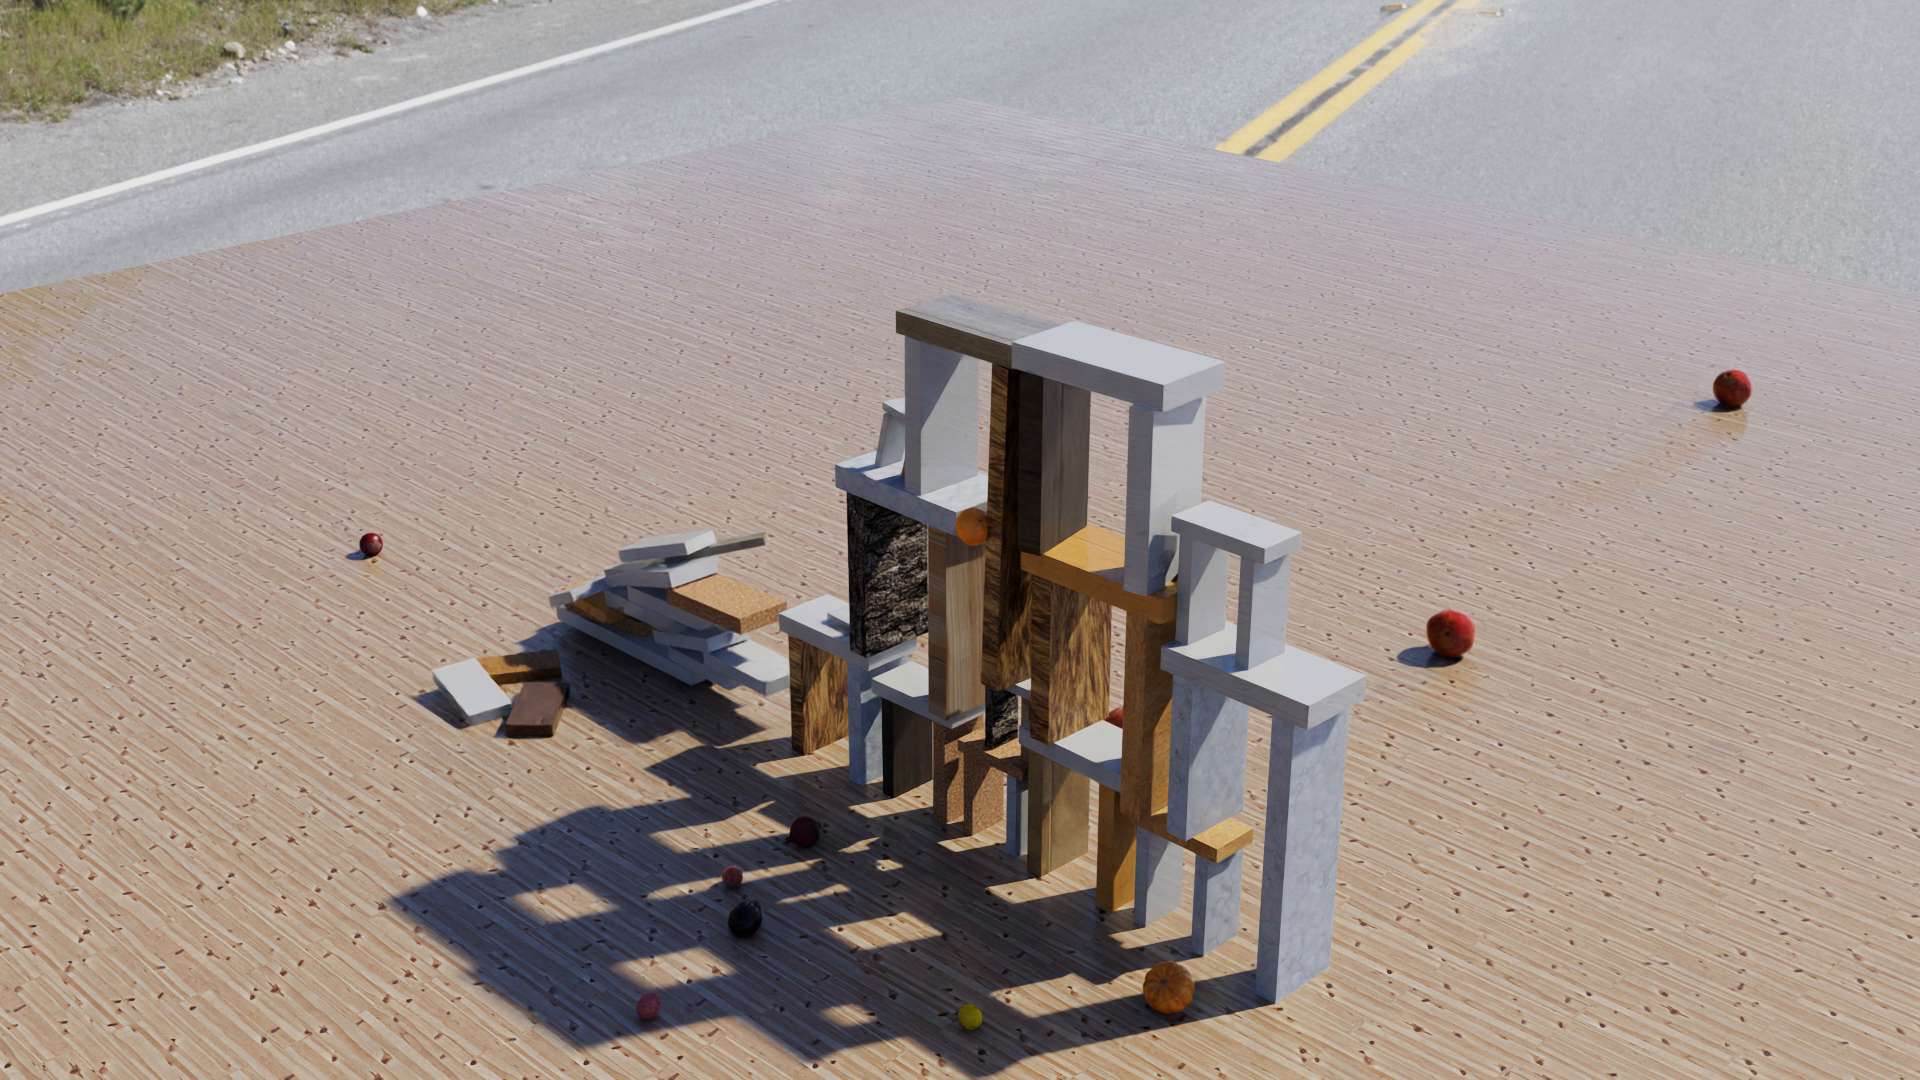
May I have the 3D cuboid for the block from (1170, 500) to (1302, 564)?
[{"bbox_3d":[0.466,-0.014,3.718,0.100,0.028,0.201,-21,31,-40],"label":"block"}]

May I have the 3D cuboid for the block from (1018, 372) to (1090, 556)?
[{"bbox_3d":[0.170,-0.159,3.953,0.048,0.338,0.169,15,27,30],"label":"block"}]

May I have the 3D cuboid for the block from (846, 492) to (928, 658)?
[{"bbox_3d":[-0.144,0.048,4.406,0.049,0.344,0.172,21,31,41],"label":"block"}]

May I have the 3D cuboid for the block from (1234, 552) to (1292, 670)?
[{"bbox_3d":[0.513,0.110,3.718,0.100,0.201,0.028,-21,31,-40],"label":"block"}]

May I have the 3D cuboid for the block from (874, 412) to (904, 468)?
[{"bbox_3d":[-0.130,-0.199,4.275,0.058,0.115,0.016,-20,45,-39],"label":"block"}]

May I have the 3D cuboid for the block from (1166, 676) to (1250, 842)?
[{"bbox_3d":[0.442,0.361,3.905,0.159,0.318,0.045,-20,30,-39],"label":"block"}]

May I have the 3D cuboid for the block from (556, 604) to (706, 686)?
[{"bbox_3d":[-0.736,0.223,5.126,0.130,0.037,0.515,-21,30,-40],"label":"block"}]

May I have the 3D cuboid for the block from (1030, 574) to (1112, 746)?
[{"bbox_3d":[0.207,0.200,4.088,0.166,0.333,0.047,-21,31,-40],"label":"block"}]

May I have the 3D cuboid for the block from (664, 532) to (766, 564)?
[{"bbox_3d":[-0.553,0.018,4.983,0.228,0.019,0.067,-11,11,1],"label":"block"}]

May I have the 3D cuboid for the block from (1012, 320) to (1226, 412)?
[{"bbox_3d":[0.271,-0.303,3.800,0.337,0.048,0.169,20,30,39],"label":"block"}]

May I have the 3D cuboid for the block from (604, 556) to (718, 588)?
[{"bbox_3d":[-0.681,0.069,4.998,0.130,0.037,0.261,-21,14,-40],"label":"block"}]

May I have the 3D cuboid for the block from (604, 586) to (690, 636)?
[{"bbox_3d":[-0.684,0.147,5.034,0.130,0.037,0.260,-20,28,-40],"label":"block"}]

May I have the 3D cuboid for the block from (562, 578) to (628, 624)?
[{"bbox_3d":[-0.839,0.141,5.147,0.095,0.027,0.190,-19,29,-37],"label":"block"}]

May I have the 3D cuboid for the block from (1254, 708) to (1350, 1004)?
[{"bbox_3d":[0.592,0.530,3.806,0.045,0.551,0.159,21,31,41],"label":"block"}]

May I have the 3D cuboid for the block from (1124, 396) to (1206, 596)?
[{"bbox_3d":[0.353,-0.089,3.790,0.048,0.337,0.169,16,28,34],"label":"block"}]

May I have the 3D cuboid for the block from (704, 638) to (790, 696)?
[{"bbox_3d":[-0.450,0.276,4.817,0.112,0.032,0.223,-20,29,-38],"label":"block"}]

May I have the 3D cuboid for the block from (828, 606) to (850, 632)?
[{"bbox_3d":[-0.206,0.170,4.532,0.067,0.019,0.133,-19,29,-37],"label":"block"}]

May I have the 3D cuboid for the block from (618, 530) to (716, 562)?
[{"bbox_3d":[-0.666,0.014,4.990,0.203,0.029,0.102,-6,13,35],"label":"block"}]

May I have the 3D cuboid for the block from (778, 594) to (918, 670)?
[{"bbox_3d":[-0.233,0.190,4.561,0.275,0.039,0.137,21,31,40],"label":"block"}]

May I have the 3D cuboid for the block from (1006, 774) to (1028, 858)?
[{"bbox_3d":[0.130,0.524,4.300,0.025,0.176,0.088,21,31,41],"label":"block"}]

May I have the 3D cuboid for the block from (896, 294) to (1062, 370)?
[{"bbox_3d":[0.043,-0.383,4.017,0.153,0.043,0.305,-21,30,-40],"label":"block"}]

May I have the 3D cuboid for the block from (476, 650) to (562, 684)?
[{"bbox_3d":[-1.013,0.293,5.035,0.190,0.027,0.095,-6,24,-14],"label":"block"}]

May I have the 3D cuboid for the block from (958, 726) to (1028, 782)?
[{"bbox_3d":[0.089,0.415,4.299,0.176,0.025,0.088,21,31,41],"label":"block"}]

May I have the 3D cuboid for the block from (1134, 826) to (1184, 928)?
[{"bbox_3d":[0.369,0.605,4.073,0.029,0.204,0.102,21,31,41],"label":"block"}]

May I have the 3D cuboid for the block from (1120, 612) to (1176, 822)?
[{"bbox_3d":[0.367,0.293,3.958,0.167,0.403,0.047,-21,31,-40],"label":"block"}]

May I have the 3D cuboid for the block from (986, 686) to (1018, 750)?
[{"bbox_3d":[0.081,0.330,4.284,0.020,0.143,0.072,21,31,41],"label":"block"}]

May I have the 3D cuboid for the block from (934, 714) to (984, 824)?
[{"bbox_3d":[-0.004,0.448,4.416,0.032,0.225,0.112,20,30,39],"label":"block"}]

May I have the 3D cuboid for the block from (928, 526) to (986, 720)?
[{"bbox_3d":[0.017,0.137,4.268,0.049,0.400,0.172,22,31,40],"label":"block"}]

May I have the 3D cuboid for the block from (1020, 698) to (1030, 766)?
[{"bbox_3d":[0.149,0.357,4.222,0.020,0.143,0.072,21,31,41],"label":"block"}]

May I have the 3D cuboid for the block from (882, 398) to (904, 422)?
[{"bbox_3d":[-0.096,-0.246,4.216,0.058,0.016,0.115,-13,26,-28],"label":"block"}]

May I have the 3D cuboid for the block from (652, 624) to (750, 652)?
[{"bbox_3d":[-0.584,0.211,4.946,0.112,0.032,0.223,-19,15,-37],"label":"block"}]

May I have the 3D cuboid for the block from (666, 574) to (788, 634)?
[{"bbox_3d":[-0.514,0.138,4.838,0.131,0.037,0.261,-20,28,-40],"label":"block"}]

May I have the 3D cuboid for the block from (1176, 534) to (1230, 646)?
[{"bbox_3d":[0.420,0.073,3.806,0.100,0.201,0.028,-20,30,-39],"label":"block"}]

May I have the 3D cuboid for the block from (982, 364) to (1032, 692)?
[{"bbox_3d":[0.120,-0.033,4.076,0.153,0.646,0.043,-18,31,-37],"label":"block"}]

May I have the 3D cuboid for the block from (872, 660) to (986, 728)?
[{"bbox_3d":[-0.058,0.310,4.413,0.225,0.032,0.113,21,31,39],"label":"block"}]

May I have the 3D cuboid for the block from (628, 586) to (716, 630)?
[{"bbox_3d":[-0.618,0.134,4.958,0.130,0.037,0.261,-21,28,-40],"label":"block"}]

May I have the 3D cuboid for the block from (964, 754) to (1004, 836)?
[{"bbox_3d":[0.047,0.491,4.377,0.025,0.176,0.088,21,31,41],"label":"block"}]

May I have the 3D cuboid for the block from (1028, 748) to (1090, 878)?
[{"bbox_3d":[0.191,0.503,4.235,0.133,0.266,0.038,-21,31,-40],"label":"block"}]

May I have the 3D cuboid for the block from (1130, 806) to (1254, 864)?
[{"bbox_3d":[0.418,0.517,3.983,0.102,0.029,0.204,-21,31,-40],"label":"block"}]

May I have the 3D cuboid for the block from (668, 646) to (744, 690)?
[{"bbox_3d":[-0.541,0.270,4.918,0.112,0.032,0.223,-20,29,-39],"label":"block"}]

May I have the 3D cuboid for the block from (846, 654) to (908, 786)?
[{"bbox_3d":[-0.168,0.359,4.563,0.039,0.275,0.137,21,31,41],"label":"block"}]

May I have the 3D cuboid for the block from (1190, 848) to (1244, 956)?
[{"bbox_3d":[0.466,0.642,3.985,0.029,0.204,0.102,21,31,40],"label":"block"}]

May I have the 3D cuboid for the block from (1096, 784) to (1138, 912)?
[{"bbox_3d":[0.316,0.552,4.121,0.038,0.266,0.133,21,31,41],"label":"block"}]

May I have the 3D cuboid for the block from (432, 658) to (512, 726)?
[{"bbox_3d":[-1.084,0.337,4.888,0.102,0.029,0.203,-17,36,-31],"label":"block"}]

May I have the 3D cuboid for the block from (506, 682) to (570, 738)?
[{"bbox_3d":[-0.929,0.373,4.845,0.102,0.029,0.203,1,23,1],"label":"block"}]

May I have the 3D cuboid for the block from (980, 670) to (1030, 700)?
[{"bbox_3d":[0.115,0.268,4.220,0.143,0.020,0.072,21,31,40],"label":"block"}]

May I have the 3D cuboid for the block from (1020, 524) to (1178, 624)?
[{"bbox_3d":[0.287,0.055,3.942,0.167,0.047,0.333,-21,31,-41],"label":"block"}]

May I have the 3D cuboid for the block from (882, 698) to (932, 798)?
[{"bbox_3d":[-0.108,0.407,4.513,0.032,0.225,0.113,21,31,41],"label":"block"}]

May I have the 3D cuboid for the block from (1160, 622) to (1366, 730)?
[{"bbox_3d":[0.516,0.226,3.760,0.159,0.045,0.318,-21,31,-40],"label":"block"}]

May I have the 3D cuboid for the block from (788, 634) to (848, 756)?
[{"bbox_3d":[-0.297,0.308,4.682,0.039,0.275,0.137,21,31,40],"label":"block"}]

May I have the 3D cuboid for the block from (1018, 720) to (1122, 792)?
[{"bbox_3d":[0.251,0.389,4.117,0.133,0.038,0.266,-20,30,-39],"label":"block"}]

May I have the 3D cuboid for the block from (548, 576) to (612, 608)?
[{"bbox_3d":[-0.851,0.109,5.104,0.095,0.027,0.190,-14,7,46],"label":"block"}]

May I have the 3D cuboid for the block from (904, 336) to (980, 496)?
[{"bbox_3d":[-0.034,-0.250,4.152,0.153,0.305,0.043,-21,31,-40],"label":"block"}]

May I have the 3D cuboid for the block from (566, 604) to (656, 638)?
[{"bbox_3d":[-0.793,0.159,5.184,0.260,0.037,0.130,16,28,35],"label":"block"}]

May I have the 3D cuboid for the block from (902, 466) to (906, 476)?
[{"bbox_3d":[-0.077,-0.178,4.224,0.058,0.115,0.016,-21,46,-40],"label":"block"}]

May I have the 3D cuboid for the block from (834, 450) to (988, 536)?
[{"bbox_3d":[-0.064,-0.101,4.253,0.172,0.049,0.344,-20,30,-39],"label":"block"}]
